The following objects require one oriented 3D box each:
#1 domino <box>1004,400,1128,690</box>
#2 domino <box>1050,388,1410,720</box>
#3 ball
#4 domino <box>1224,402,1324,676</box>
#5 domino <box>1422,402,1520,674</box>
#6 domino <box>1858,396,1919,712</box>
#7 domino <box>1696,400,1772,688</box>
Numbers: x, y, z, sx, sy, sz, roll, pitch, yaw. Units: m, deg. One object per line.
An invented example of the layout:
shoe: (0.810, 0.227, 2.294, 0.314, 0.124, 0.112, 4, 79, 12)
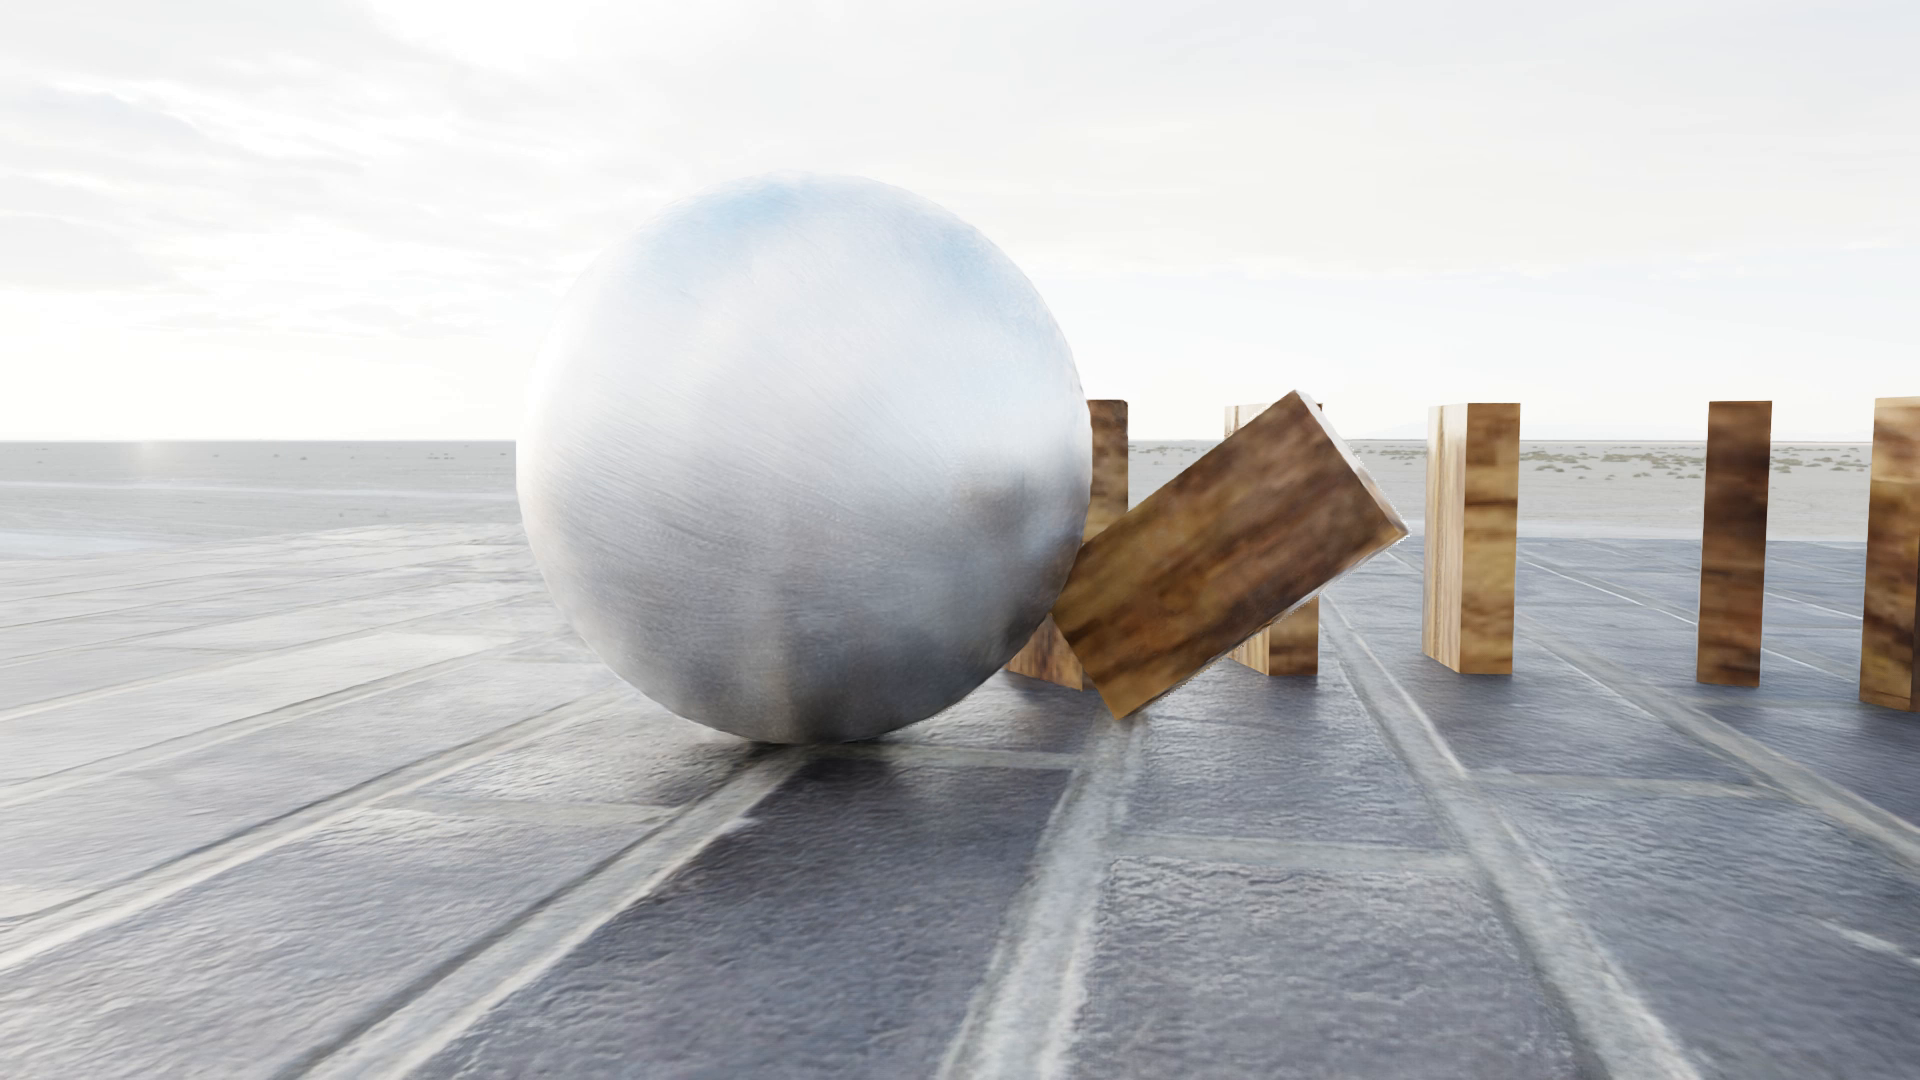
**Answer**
domino: (0.019, 0.000, 0.233, 0.010, 0.050, 0.025, -3, 5, -31)
domino: (0.038, 0.003, 0.192, 0.050, 0.025, 0.009, -38, -16, 23)
ball: (-0.021, -0.011, 0.183, 0.080, 0.080, 0.080, 0, 4, 0)
domino: (0.060, -0.001, 0.247, 0.010, 0.050, 0.025, -1, 4, -9)
domino: (0.098, -0.001, 0.248, 0.010, 0.050, 0.025, 0, 4, 4)
domino: (0.162, 0.002, 0.208, 0.025, 0.050, 0.010, -1, 4, -9)
domino: (0.142, 0.000, 0.236, 0.010, 0.050, 0.025, 2, 5, 29)
